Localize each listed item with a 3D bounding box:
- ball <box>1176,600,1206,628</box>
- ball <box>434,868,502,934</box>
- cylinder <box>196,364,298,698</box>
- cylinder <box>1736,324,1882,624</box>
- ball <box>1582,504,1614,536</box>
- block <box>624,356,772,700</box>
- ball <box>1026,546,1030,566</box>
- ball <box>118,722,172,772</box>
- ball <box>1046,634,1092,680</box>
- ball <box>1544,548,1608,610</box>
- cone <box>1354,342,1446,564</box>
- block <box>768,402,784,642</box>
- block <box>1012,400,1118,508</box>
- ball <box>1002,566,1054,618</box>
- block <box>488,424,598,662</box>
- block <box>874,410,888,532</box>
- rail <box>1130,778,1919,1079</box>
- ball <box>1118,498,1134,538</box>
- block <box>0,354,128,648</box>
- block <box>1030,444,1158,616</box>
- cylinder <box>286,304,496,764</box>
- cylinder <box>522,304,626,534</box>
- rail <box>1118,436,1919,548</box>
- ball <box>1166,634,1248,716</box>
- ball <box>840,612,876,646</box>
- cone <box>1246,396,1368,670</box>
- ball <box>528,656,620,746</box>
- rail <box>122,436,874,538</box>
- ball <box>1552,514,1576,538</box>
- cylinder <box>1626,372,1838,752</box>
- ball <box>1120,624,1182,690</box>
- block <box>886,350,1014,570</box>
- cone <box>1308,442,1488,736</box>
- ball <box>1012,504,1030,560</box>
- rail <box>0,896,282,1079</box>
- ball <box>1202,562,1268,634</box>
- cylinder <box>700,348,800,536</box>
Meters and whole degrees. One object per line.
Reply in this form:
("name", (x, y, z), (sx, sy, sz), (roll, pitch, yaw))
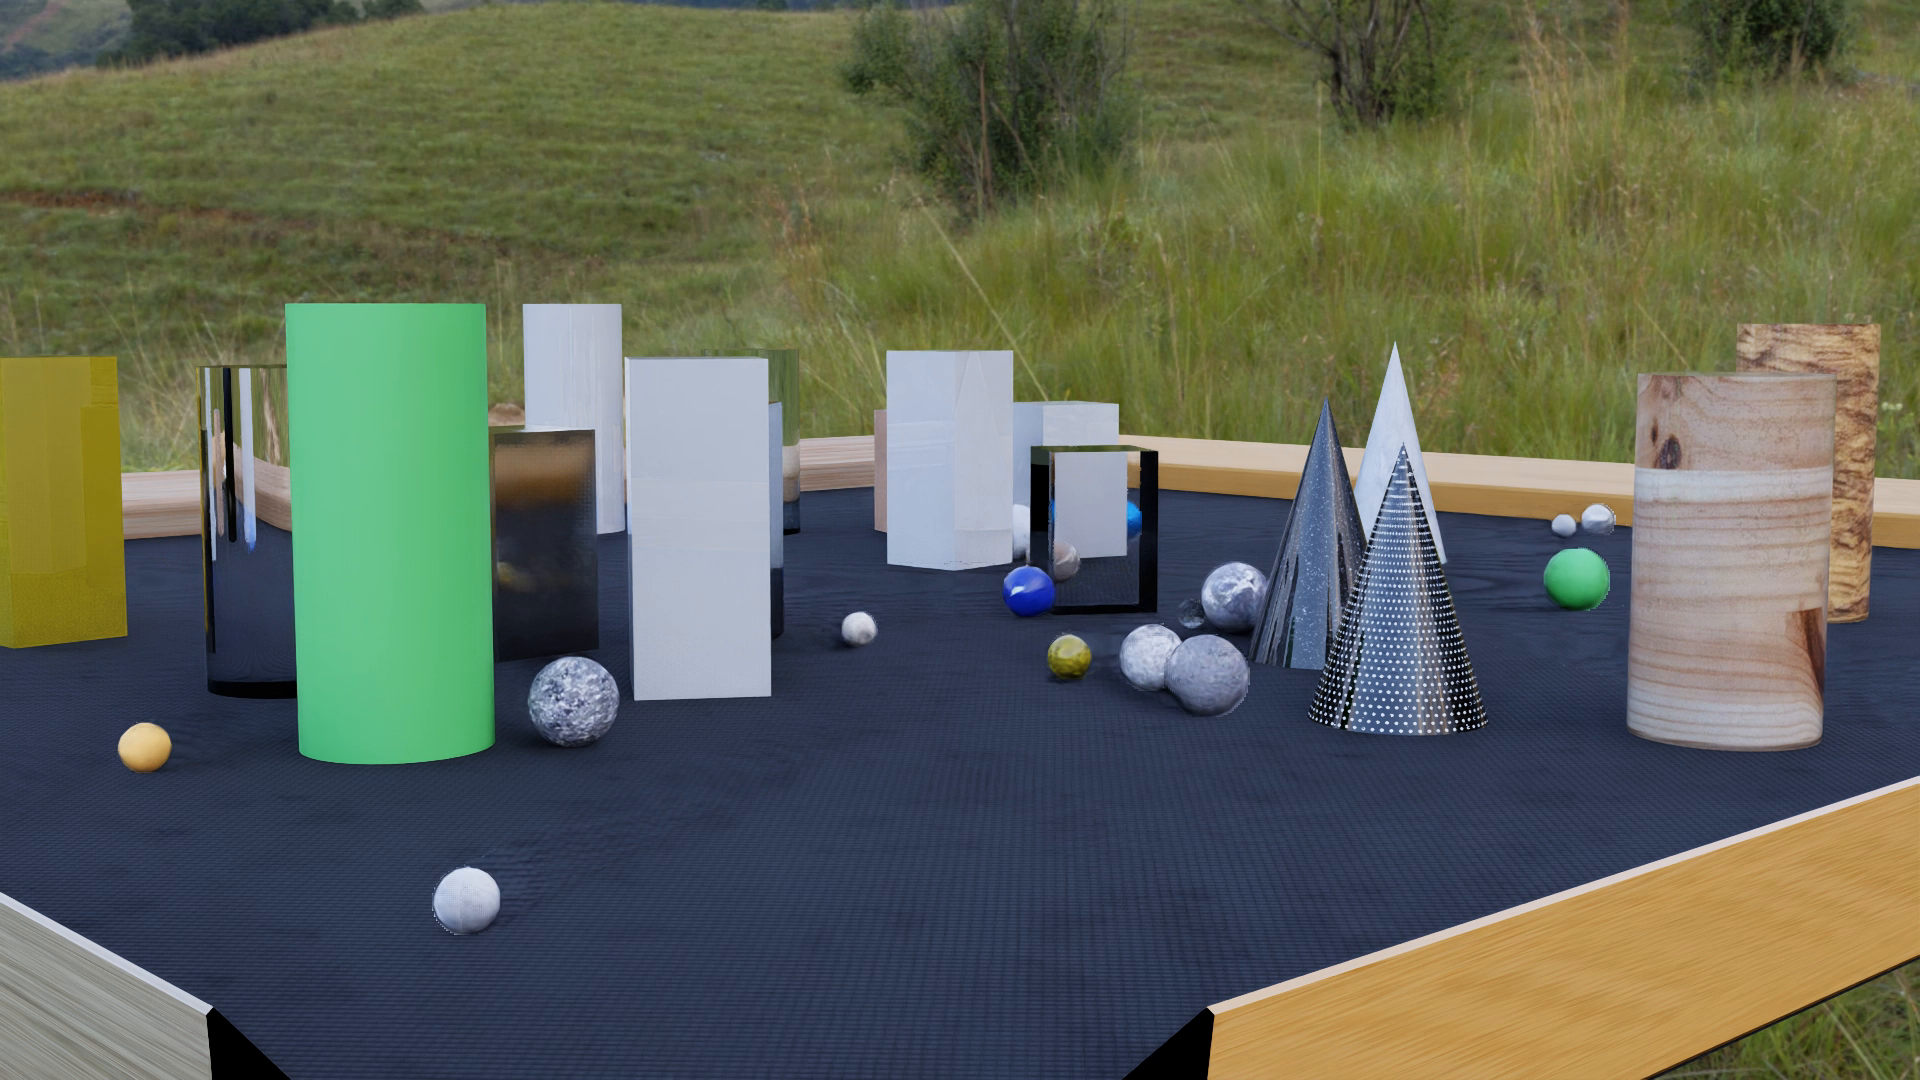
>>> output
("ball", (0.324, 0.103, 3.084), (0.041, 0.041, 0.041), (0, 6, 0))
("ball", (-0.353, 0.258, 1.576), (0.047, 0.047, 0.047), (0, 6, 0))
("cylinder", (-0.794, -0.016, 2.602), (0.196, 0.379, 0.196), (0, 6, 0))
("cylinder", (1.229, -0.102, 3.208), (0.196, 0.424, 0.196), (0, 6, 0))
("ball", (1.260, -0.039, 4.347), (0.061, 0.061, 0.061), (0, 6, 0))
("block", (-0.309, -0.019, 2.585), (0.156, 0.388, 0.156), (-1, 6, -10))
("ball", (0.146, 0.028, 3.644), (0.073, 0.073, 0.073), (0, 6, 0))
("ball", (-0.787, 0.200, 2.123), (0.048, 0.048, 0.048), (0, 6, 0))
("ball", (0.132, 0.141, 2.659), (0.054, 0.054, 0.054), (0, 6, 0))
("ball", (0.915, 0.058, 3.267), (0.093, 0.093, 0.093), (0, 6, 0))
("cone", (0.768, -0.158, 3.902), (0.196, 0.390, 0.196), (0, 6, 0))
("block", (-0.329, -0.024, 2.958), (0.156, 0.320, 0.156), (1, 6, 6))
("block", (0.186, -0.117, 4.080), (0.156, 0.273, 0.156), (-3, 7, -26))
("ball", (0.098, 0.075, 3.194), (0.075, 0.075, 0.075), (0, 6, 0))
("block", (-0.586, 0.000, 2.878), (0.156, 0.290, 0.156), (6, 8, 43))
("block", (-0.069, -0.138, 4.416), (0.156, 0.243, 0.156), (-3, 7, -25))
("rail", (1.203, 0.169, 2.036), (3.675, 0.127, 0.045), (-5, 8, -42))
("ball", (0.298, -0.042, 4.278), (0.082, 0.082, 0.082), (0, 6, 0))
("block", (-1.251, -0.058, 2.989), (0.156, 0.382, 0.156), (6, 8, 43))
("block", (0.199, -0.018, 3.294), (0.156, 0.238, 0.156), (-1, 6, -11))
("cylinder", (-0.577, -0.014, 2.235), (0.196, 0.450, 0.196), (0, 6, 0))
("cylinder", (-0.778, -0.247, 4.438), (0.196, 0.456, 0.196), (0, 6, 0))
("rail", (1.333, -0.095, 4.555), (0.045, 0.127, 3.594), (-5, 8, -42))
("ball", (0.271, 0.149, 2.416), (0.090, 0.090, 0.090), (0, 6, 0))
("ball", (-0.135, 0.118, 2.916), (0.046, 0.046, 0.046), (0, 6, 0))
("cone", (0.465, -0.017, 2.809), (0.196, 0.338, 0.196), (0, 6, 0))
("ball", (-0.395, 0.165, 2.250), (0.092, 0.092, 0.092), (0, 6, 0))
("rail", (-1.203, -0.103, 4.628), (3.675, 0.127, 0.045), (-5, 8, -42))
("ball", (1.180, -0.027, 4.297), (0.047, 0.047, 0.047), (0, 6, 0))
("cylinder", (0.805, 0.016, 2.301), (0.196, 0.378, 0.196), (0, 6, 0))
("ball", (0.226, 0.138, 2.579), (0.078, 0.078, 0.078), (0, 6, 0))
("block", (-0.017, -0.145, 3.855), (0.156, 0.373, 0.156), (5, 8, 40))
("cone", (0.479, 0.044, 2.390), (0.196, 0.304, 0.196), (0, 6, 0))
("ball", (0.101, -0.014, 3.935), (0.098, 0.098, 0.098), (0, 6, 0))
("rail", (-1.333, 0.161, 2.108), (0.045, 0.127, 3.594), (-5, 8, -42))
("ball", (0.382, 0.080, 3.034), (0.097, 0.097, 0.097), (0, 6, 0))
("cylinder", (-0.419, -0.198, 4.403), (0.196, 0.366, 0.196), (0, 6, 0))
